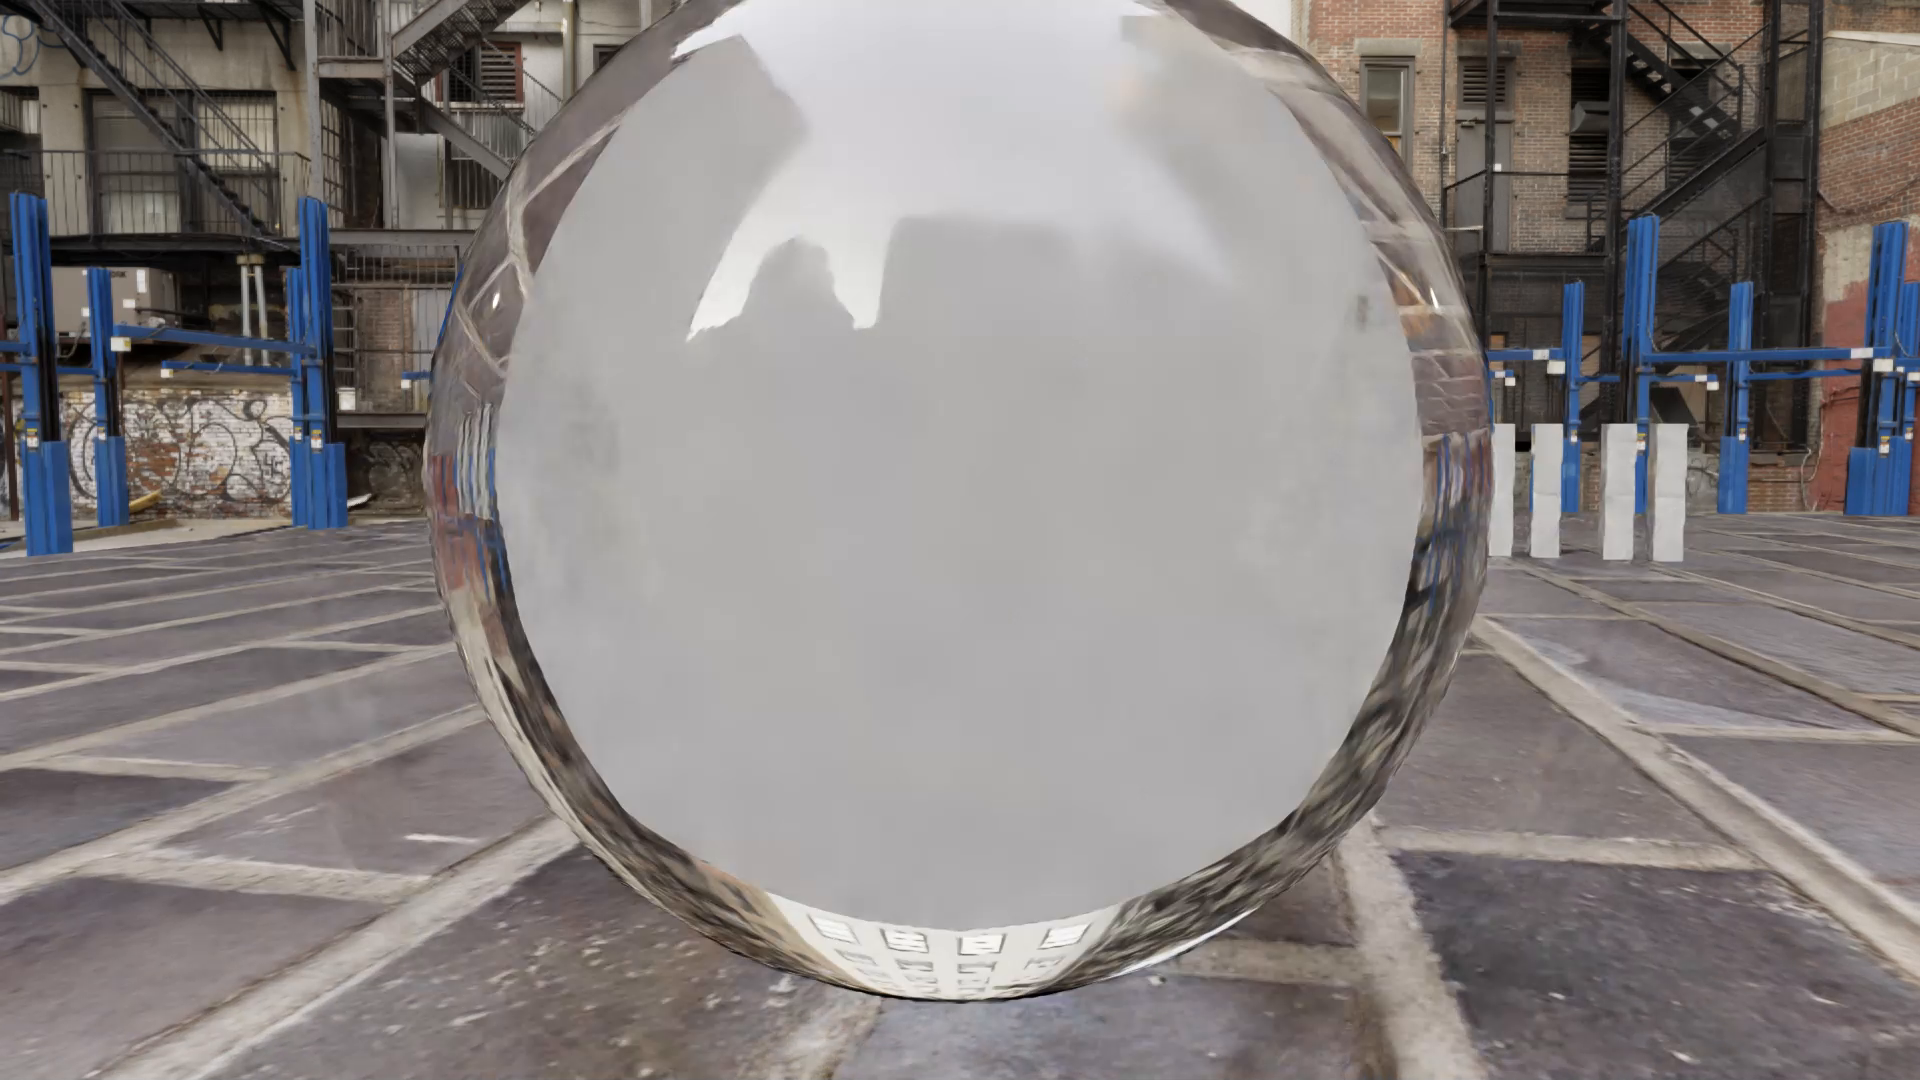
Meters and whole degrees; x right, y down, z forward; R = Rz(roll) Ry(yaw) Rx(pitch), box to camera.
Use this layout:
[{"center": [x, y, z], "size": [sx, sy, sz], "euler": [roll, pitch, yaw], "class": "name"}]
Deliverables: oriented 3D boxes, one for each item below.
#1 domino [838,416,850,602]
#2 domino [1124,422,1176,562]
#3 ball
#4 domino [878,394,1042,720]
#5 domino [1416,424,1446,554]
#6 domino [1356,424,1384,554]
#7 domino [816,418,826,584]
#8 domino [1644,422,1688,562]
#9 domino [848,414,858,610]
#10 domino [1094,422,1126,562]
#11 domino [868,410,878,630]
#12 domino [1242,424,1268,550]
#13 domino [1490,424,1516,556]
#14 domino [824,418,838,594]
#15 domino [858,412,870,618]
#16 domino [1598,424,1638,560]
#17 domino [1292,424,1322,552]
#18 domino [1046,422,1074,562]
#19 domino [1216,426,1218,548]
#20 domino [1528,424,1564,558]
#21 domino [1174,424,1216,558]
[{"center": [-0.020, -0.009, 0.351], "size": [0.025, 0.050, 0.009], "euler": [-1, 4, -16], "class": "domino"}, {"center": [0.069, -0.018, 0.473], "size": [0.010, 0.050, 0.025], "euler": [-2, 5, -19], "class": "domino"}, {"center": [0.000, -0.005, 0.103], "size": [0.080, 0.080, 0.080], "euler": [0, 4, 0], "class": "ball"}, {"center": [0.000, 0.002, 0.201], "size": [0.025, 0.050, 0.009], "euler": [0, 4, 0], "class": "domino"}, {"center": [0.185, -0.020, 0.504], "size": [0.010, 0.050, 0.025], "euler": [2, 5, 19], "class": "domino"}, {"center": [0.163, -0.021, 0.511], "size": [0.010, 0.050, 0.025], "euler": [1, 4, 17], "class": "domino"}, {"center": [-0.031, -0.012, 0.393], "size": [0.025, 0.050, 0.010], "euler": [-1, 4, -9], "class": "domino"}, {"center": [0.261, -0.018, 0.475], "size": [0.010, 0.050, 0.025], "euler": [2, 5, 22], "class": "domino"}, {"center": [-0.016, -0.008, 0.334], "size": [0.025, 0.050, 0.010], "euler": [-1, 4, -13], "class": "domino"}, {"center": [0.055, -0.018, 0.473], "size": [0.010, 0.050, 0.025], "euler": [0, 4, 2], "class": "domino"}, {"center": [-0.008, -0.005, 0.301], "size": [0.025, 0.050, 0.009], "euler": [-1, 4, -13], "class": "domino"}, {"center": [0.121, -0.022, 0.524], "size": [0.010, 0.050, 0.025], "euler": [1, 4, 14], "class": "domino"}, {"center": [0.208, -0.020, 0.496], "size": [0.010, 0.050, 0.025], "euler": [2, 5, 21], "class": "domino"}, {"center": [-0.026, -0.010, 0.371], "size": [0.025, 0.050, 0.009], "euler": [-1, 4, -15], "class": "domino"}, {"center": [-0.012, -0.006, 0.318], "size": [0.025, 0.050, 0.009], "euler": [-1, 4, -13], "class": "domino"}, {"center": [0.246, -0.019, 0.481], "size": [0.010, 0.050, 0.025], "euler": [2, 5, 22], "class": "domino"}, {"center": [0.140, -0.021, 0.518], "size": [0.010, 0.050, 0.025], "euler": [1, 4, 17], "class": "domino"}, {"center": [0.037, -0.018, 0.475], "size": [0.009, 0.050, 0.025], "euler": [0, 4, 6], "class": "domino"}, {"center": [0.099, -0.022, 0.528], "size": [0.010, 0.050, 0.025], "euler": [0, 4, 3], "class": "domino"}, {"center": [0.223, -0.019, 0.490], "size": [0.010, 0.050, 0.025], "euler": [2, 5, 21], "class": "domino"}, {"center": [0.084, -0.019, 0.484], "size": [0.025, 0.050, 0.009], "euler": [1, 4, 11], "class": "domino"}]
